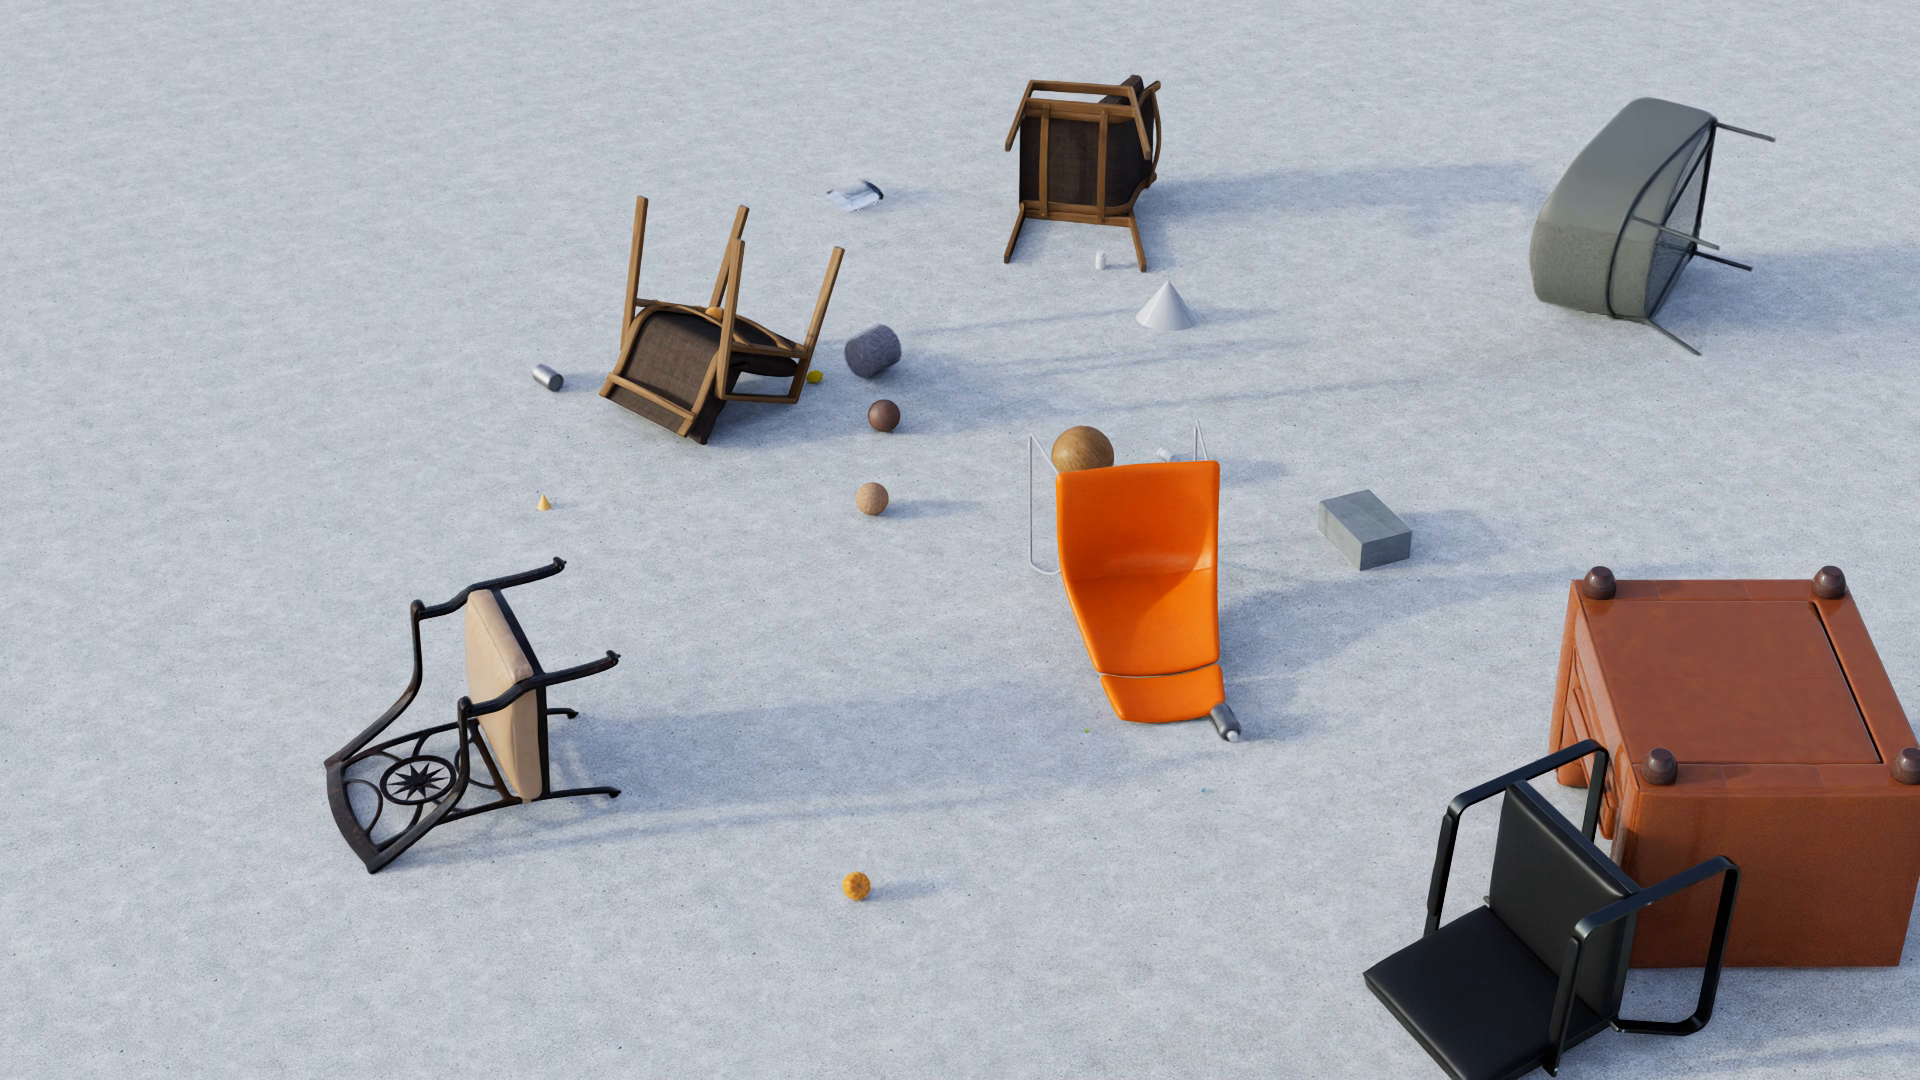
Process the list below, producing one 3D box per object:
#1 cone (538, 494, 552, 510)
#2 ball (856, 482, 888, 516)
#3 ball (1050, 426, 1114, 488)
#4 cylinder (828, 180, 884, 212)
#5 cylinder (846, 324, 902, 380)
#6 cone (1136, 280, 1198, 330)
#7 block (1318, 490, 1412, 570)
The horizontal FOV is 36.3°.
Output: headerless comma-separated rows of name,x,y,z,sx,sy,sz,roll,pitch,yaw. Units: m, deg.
cone,-1.578,-0.152,11.118,0.051,0.062,0.057,-8,34,-11
ball,-0.331,-0.156,11.067,0.126,0.126,0.126,0,33,0
ball,0.469,-0.316,11.204,0.242,0.242,0.242,0,33,0
cylinder,-0.472,-1.556,13.240,0.176,0.072,0.192,-27,44,-35
cylinder,-0.354,-0.767,11.954,0.162,0.171,0.164,29,46,28
cone,0.871,-1.010,12.306,0.264,0.189,0.194,8,34,12
block,1.502,-0.039,10.893,0.212,0.121,0.315,-13,36,-19
